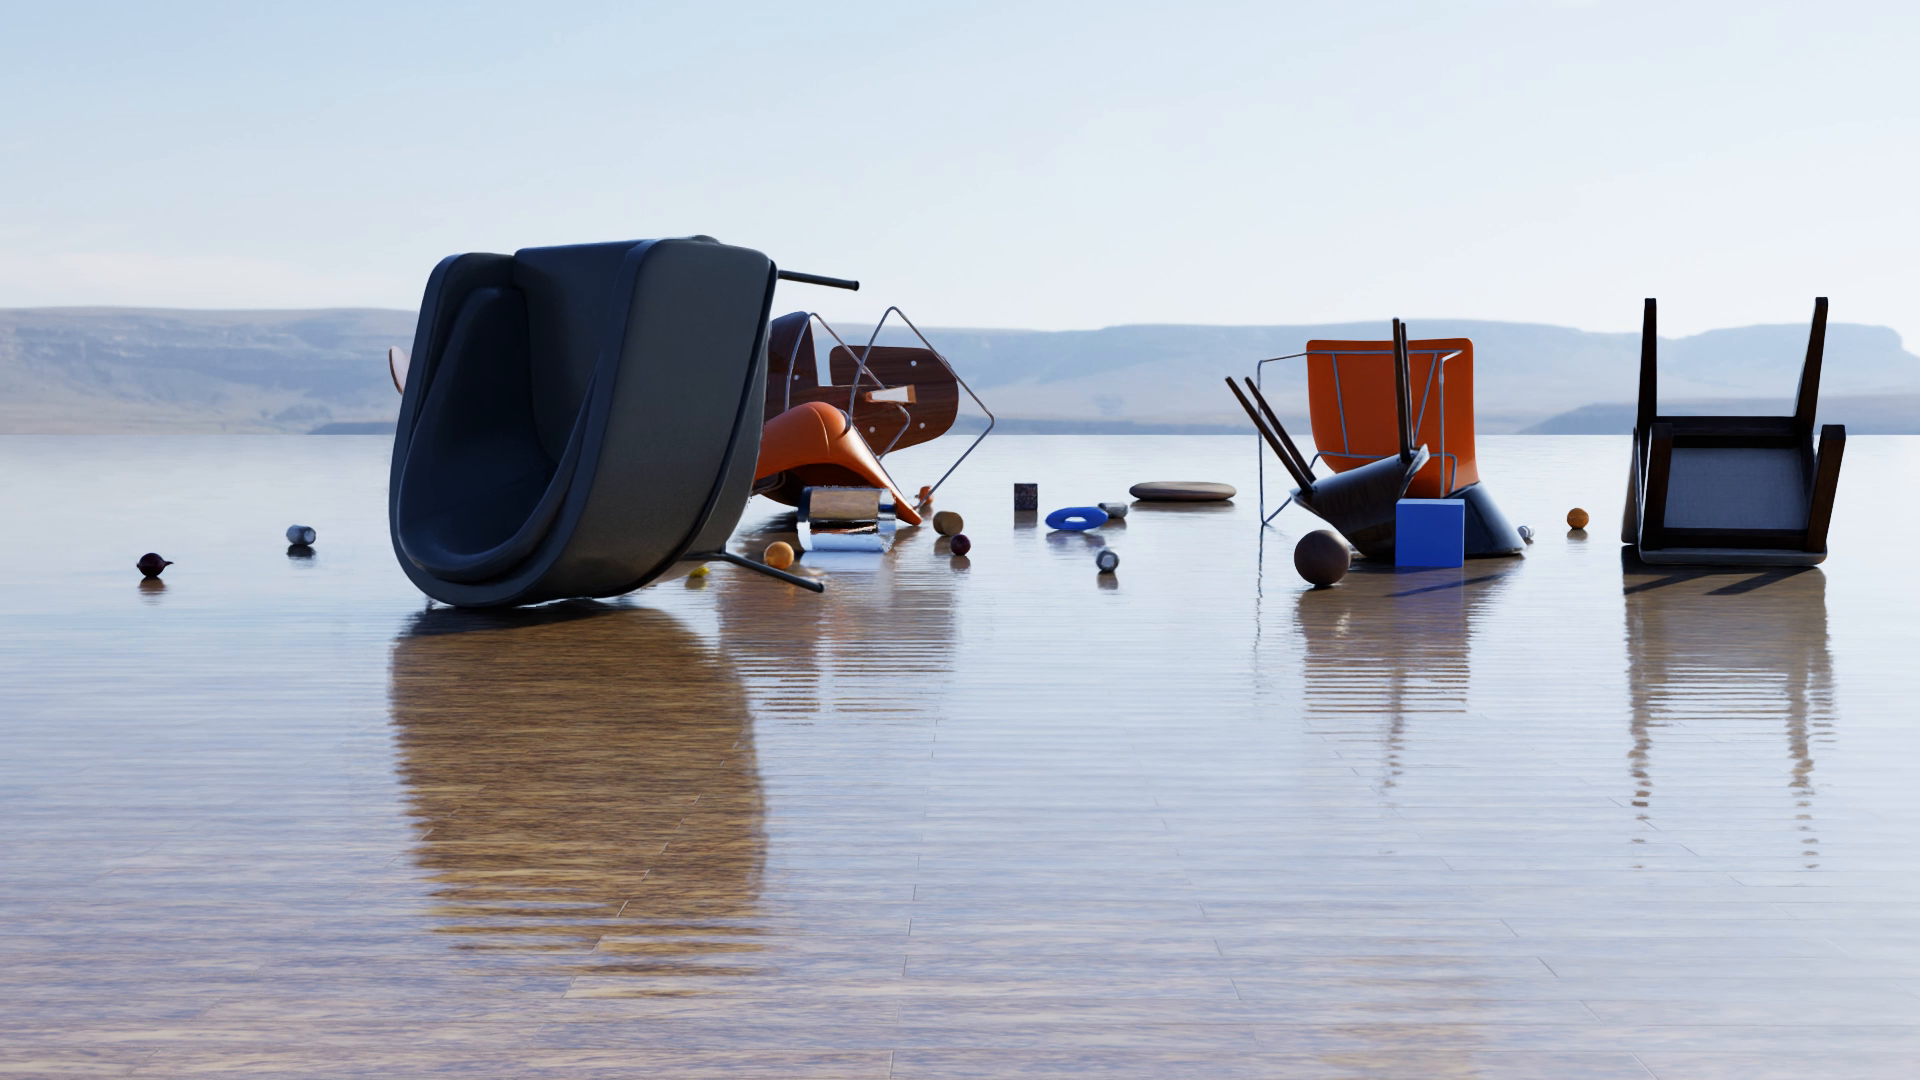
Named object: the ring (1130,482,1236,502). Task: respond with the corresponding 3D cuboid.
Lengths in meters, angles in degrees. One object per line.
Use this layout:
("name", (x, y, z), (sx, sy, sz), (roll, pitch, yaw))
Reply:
("ring", (0.908, -0.199, 8.965), (0.436, 0.066, 0.466), (2, 5, 26))

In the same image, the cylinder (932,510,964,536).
("cylinder", (-0.036, -0.051, 6.737), (0.073, 0.078, 0.067), (-45, 20, -16))

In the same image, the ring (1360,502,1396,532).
("ring", (1.360, -0.074, 7.010), (0.170, 0.087, 0.242), (0, 3, 19))

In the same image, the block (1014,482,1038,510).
("block", (0.245, -0.163, 8.208), (0.080, 0.098, 0.088), (0, 4, -4))

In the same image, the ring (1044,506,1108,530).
("ring", (0.369, -0.067, 6.968), (0.242, 0.086, 0.039), (-5, 39, 38))

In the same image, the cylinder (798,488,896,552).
("cylinder", (-0.313, -0.056, 6.077), (0.230, 0.178, 0.169), (1, 25, 15))

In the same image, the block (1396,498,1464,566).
("block", (1.219, -0.021, 5.694), (0.166, 0.158, 0.265), (1, 4, 13))
